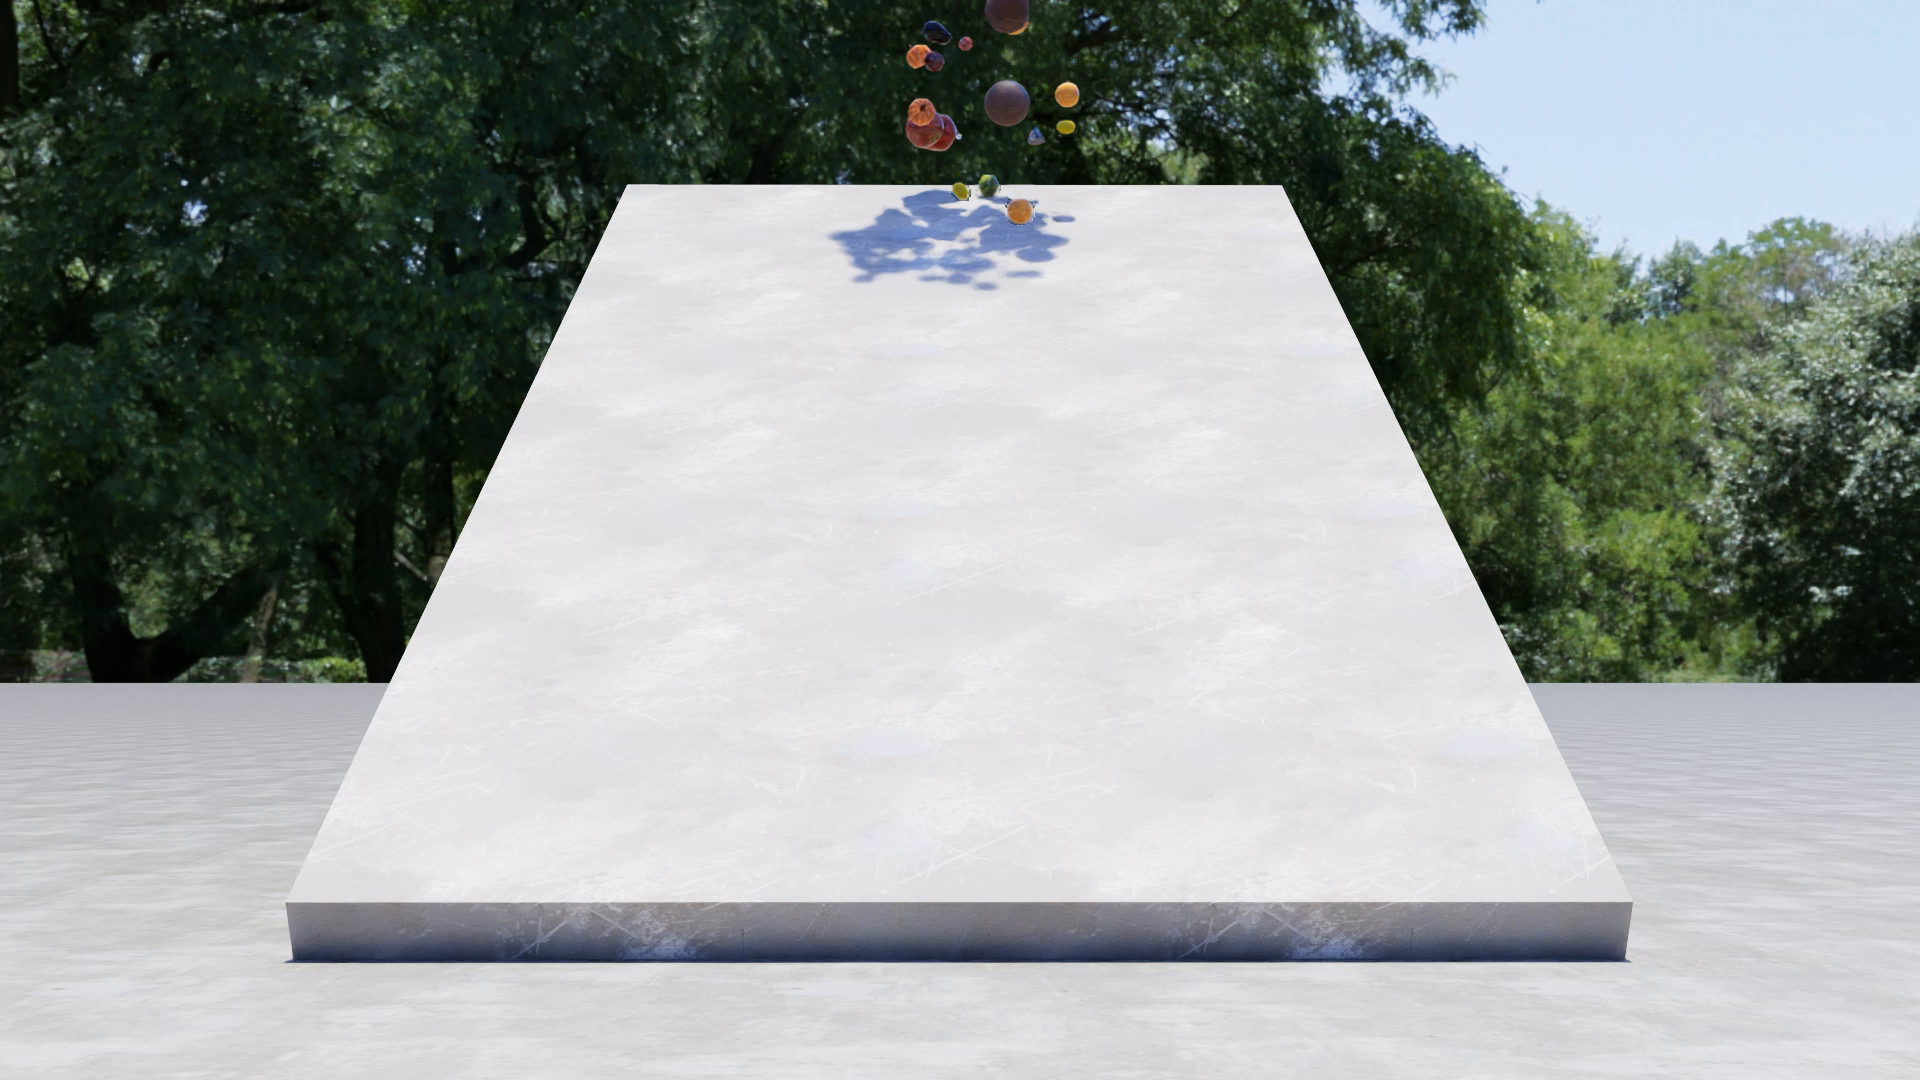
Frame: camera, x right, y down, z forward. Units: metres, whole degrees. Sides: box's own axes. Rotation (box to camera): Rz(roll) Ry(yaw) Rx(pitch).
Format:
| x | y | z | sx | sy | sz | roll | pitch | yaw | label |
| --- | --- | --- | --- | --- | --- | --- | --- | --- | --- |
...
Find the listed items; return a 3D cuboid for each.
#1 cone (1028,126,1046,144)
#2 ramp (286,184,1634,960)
| x | y | z | sx | sy | sz | roll | pitch | yaw | label |
| --- | --- | --- | --- | --- | --- | --- | --- | --- | --- |
| 0.221 | -1.184 | 6.760 | 0.053 | 0.053 | 0.053 | -3 | -12 | -1 | cone |
| -0.008 | -0.228 | 5.298 | 2.000 | 0.100 | 4.000 | 0 | 24 | 0 | ramp |
